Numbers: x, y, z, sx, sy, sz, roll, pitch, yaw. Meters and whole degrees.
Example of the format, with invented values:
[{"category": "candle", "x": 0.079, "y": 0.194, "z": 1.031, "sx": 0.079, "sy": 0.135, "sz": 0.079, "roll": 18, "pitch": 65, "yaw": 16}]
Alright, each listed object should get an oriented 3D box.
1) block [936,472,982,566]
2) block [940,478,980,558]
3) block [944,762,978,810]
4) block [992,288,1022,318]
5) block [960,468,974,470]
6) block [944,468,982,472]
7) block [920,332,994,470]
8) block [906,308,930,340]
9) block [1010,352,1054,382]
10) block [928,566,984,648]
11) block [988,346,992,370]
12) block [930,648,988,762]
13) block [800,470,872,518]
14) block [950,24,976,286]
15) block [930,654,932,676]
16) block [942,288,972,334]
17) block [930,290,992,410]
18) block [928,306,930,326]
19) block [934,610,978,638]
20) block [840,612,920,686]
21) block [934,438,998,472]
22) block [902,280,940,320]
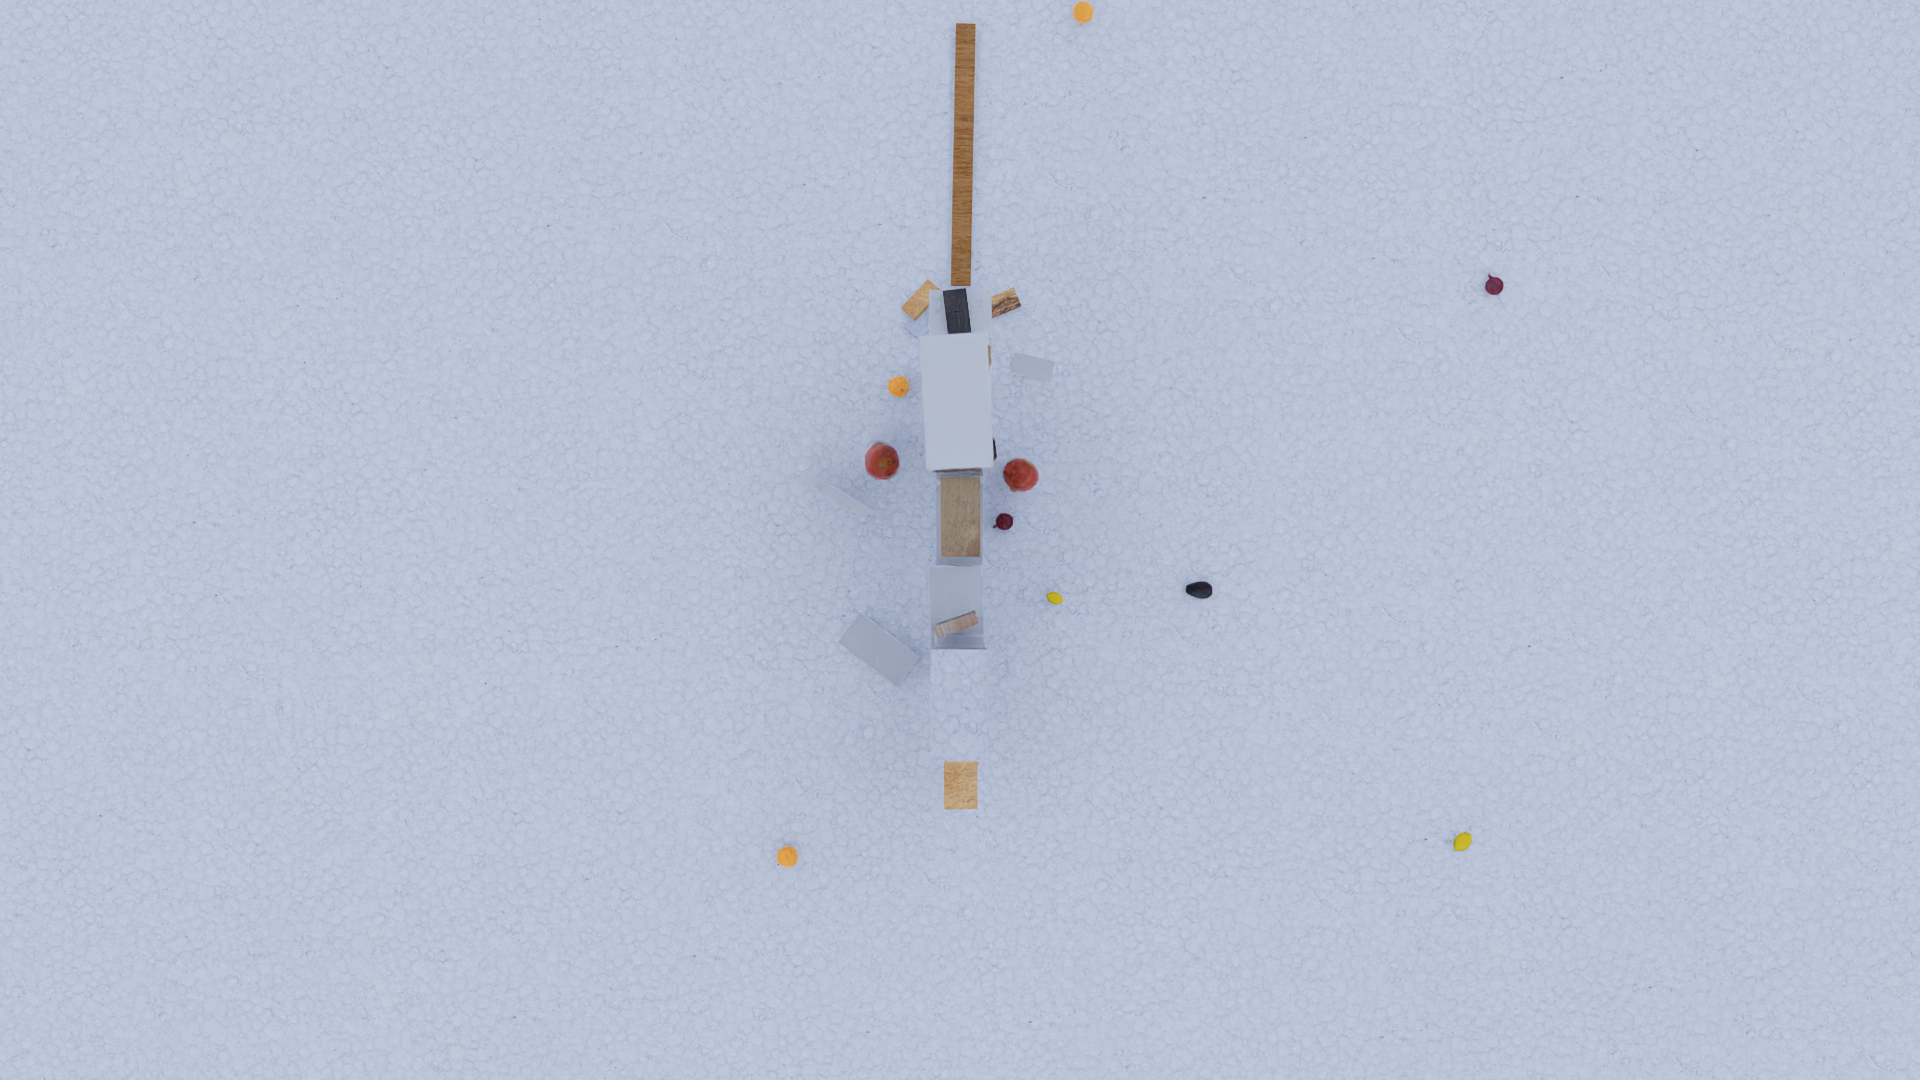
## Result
[{"category": "block", "x": -0.001, "y": -0.065, "z": 5.025, "sx": 0.141, "sy": 0.040, "sz": 0.282, "roll": 0, "pitch": 90, "yaw": 0}, {"category": "block", "x": 0.002, "y": -0.066, "z": 4.759, "sx": 0.115, "sy": 0.033, "sz": 0.230, "roll": 0, "pitch": 90, "yaw": 0}, {"category": "block", "x": 0.002, "y": 0.717, "z": 5.029, "sx": 0.102, "sy": 0.029, "sz": 0.203, "roll": 0, "pitch": 90, "yaw": 0}, {"category": "block", "x": 0.129, "y": -0.783, "z": 5.490, "sx": 0.135, "sy": 0.019, "sz": 0.068, "roll": -22, "pitch": 90, "yaw": 0}, {"category": "block", "x": 0.005, "y": -0.282, "z": 5.020, "sx": 0.071, "sy": 0.020, "sz": 0.141, "roll": 0, "pitch": 91, "yaw": 0}, {"category": "block", "x": -0.002, "y": -0.337, "z": 5.193, "sx": 0.144, "sy": 0.041, "sz": 0.287, "roll": 0, "pitch": 90, "yaw": 0}, {"category": "block", "x": -0.008, "y": -0.367, "z": 4.380, "sx": 0.178, "sy": 0.050, "sz": 0.356, "roll": -3, "pitch": 90, "yaw": 0}, {"category": "block", "x": -0.116, "y": -0.733, "z": 5.491, "sx": 0.065, "sy": 0.018, "sz": 0.131, "roll": 40, "pitch": 90, "yaw": 0}, {"category": "block", "x": 0.242, "y": -0.575, "z": 5.490, "sx": 0.135, "sy": 0.019, "sz": 0.068, "roll": 13, "pitch": 90, "yaw": 0}, {"category": "block", "x": -0.009, "y": 0.237, "z": 4.931, "sx": 0.157, "sy": 0.044, "sz": 0.313, "roll": -2, "pitch": 90, "yaw": 0}, {"category": "block", "x": -0.006, "y": -0.488, "z": 4.583, "sx": 0.178, "sy": 0.356, "sz": 0.050, "roll": -2, "pitch": 88, "yaw": 0}, {"category": "block", "x": -0.003, "y": 0.457, "z": 4.577, "sx": 0.155, "sy": 0.044, "sz": 0.310, "roll": 0, "pitch": 90, "yaw": 0}, {"category": "block", "x": -0.407, "y": -0.149, "z": 5.439, "sx": 0.245, "sy": 0.122, "sz": 0.035, "roll": 31, "pitch": 90, "yaw": 0}, {"category": "block", "x": 0.011, "y": -1.282, "z": 5.491, "sx": 0.065, "sy": 0.018, "sz": 0.869, "roll": 1, "pitch": 90, "yaw": 0}, {"category": "block", "x": -0.006, "y": 0.354, "z": 4.754, "sx": 0.155, "sy": 0.310, "sz": 0.044, "roll": -2, "pitch": 91, "yaw": 0}, {"category": "block", "x": -0.008, "y": -0.654, "z": 4.752, "sx": 0.068, "sy": 0.019, "sz": 0.135, "roll": -7, "pitch": 90, "yaw": 0}, {"category": "block", "x": 0.002, "y": -0.542, "z": 4.787, "sx": 0.180, "sy": 0.051, "sz": 0.360, "roll": 0, "pitch": 90, "yaw": 0}, {"category": "block", "x": -0.001, "y": -0.658, "z": 5.156, "sx": 0.180, "sy": 0.688, "sz": 0.051, "roll": 0, "pitch": 90, "yaw": 0}, {"category": "block", "x": -0.010, "y": 0.244, "z": 4.787, "sx": 0.122, "sy": 0.245, "sz": 0.035, "roll": -19, "pitch": 89, "yaw": 0}, {"category": "block", "x": -0.269, "y": 0.364, "z": 5.483, "sx": 0.245, "sy": 0.035, "sz": 0.122, "roll": 37, "pitch": 90, "yaw": 0}, {"category": "block", "x": 0.007, "y": -0.239, "z": 4.708, "sx": 0.178, "sy": 0.605, "sz": 0.050, "roll": -7, "pitch": 91, "yaw": 0}, {"category": "block", "x": -0.127, "y": -0.797, "z": 5.478, "sx": 0.131, "sy": 0.018, "sz": 0.065, "roll": -47, "pitch": 66, "yaw": 0}]
